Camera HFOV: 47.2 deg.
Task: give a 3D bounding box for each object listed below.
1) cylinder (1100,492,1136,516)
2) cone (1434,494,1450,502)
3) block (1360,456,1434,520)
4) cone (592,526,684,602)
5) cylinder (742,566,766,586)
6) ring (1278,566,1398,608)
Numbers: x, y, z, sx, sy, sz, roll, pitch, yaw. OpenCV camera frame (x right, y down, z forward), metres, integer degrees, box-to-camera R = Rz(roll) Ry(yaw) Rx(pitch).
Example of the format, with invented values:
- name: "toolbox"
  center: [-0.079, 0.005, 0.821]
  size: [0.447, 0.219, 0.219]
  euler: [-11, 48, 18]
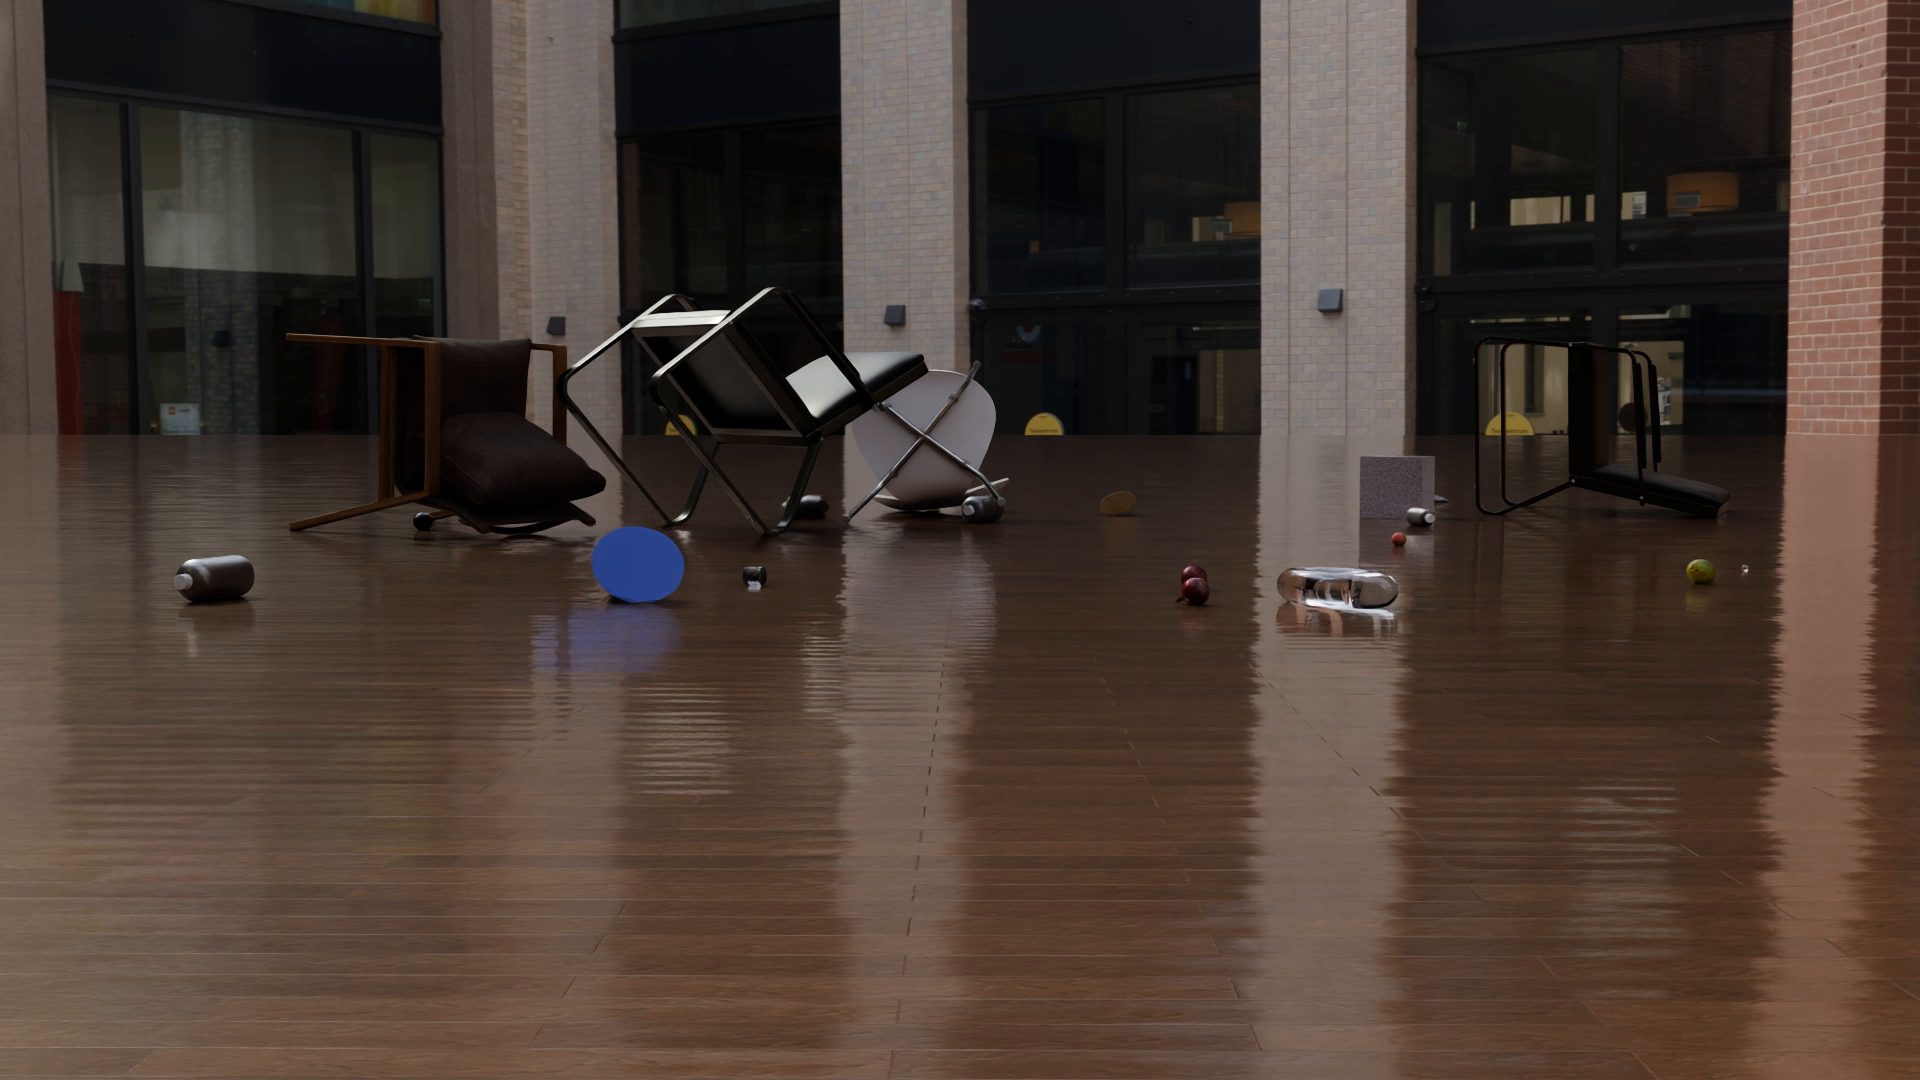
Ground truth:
- name: "cylinder"
  center: [0.565, -0.130, 7.857]
  size: [0.131, 0.077, 0.114]
  euler: [-13, 3, 5]
- name: "cone"
  center: [1.795, -0.184, 8.724]
  size: [0.339, 0.127, 0.233]
  euler: [11, 21, -9]
- name: "block"
  center: [1.534, -0.187, 7.710]
  size: [0.219, 0.213, 0.168]
  euler: [2, 4, 26]
- name: "cone"
  center: [-0.723, 0.083, 4.759]
  size: [0.198, 0.165, 0.284]
  euler: [7, -15, -18]
- name: "cylinder"
  center: [-0.471, 0.082, 5.040]
  size: [0.040, 0.043, 0.044]
  euler: [1, 21, 20]
- name: "ring"
  center: [0.784, 0.099, 4.580]
  size: [0.139, 0.074, 0.308]
  euler: [-5, 6, -39]
